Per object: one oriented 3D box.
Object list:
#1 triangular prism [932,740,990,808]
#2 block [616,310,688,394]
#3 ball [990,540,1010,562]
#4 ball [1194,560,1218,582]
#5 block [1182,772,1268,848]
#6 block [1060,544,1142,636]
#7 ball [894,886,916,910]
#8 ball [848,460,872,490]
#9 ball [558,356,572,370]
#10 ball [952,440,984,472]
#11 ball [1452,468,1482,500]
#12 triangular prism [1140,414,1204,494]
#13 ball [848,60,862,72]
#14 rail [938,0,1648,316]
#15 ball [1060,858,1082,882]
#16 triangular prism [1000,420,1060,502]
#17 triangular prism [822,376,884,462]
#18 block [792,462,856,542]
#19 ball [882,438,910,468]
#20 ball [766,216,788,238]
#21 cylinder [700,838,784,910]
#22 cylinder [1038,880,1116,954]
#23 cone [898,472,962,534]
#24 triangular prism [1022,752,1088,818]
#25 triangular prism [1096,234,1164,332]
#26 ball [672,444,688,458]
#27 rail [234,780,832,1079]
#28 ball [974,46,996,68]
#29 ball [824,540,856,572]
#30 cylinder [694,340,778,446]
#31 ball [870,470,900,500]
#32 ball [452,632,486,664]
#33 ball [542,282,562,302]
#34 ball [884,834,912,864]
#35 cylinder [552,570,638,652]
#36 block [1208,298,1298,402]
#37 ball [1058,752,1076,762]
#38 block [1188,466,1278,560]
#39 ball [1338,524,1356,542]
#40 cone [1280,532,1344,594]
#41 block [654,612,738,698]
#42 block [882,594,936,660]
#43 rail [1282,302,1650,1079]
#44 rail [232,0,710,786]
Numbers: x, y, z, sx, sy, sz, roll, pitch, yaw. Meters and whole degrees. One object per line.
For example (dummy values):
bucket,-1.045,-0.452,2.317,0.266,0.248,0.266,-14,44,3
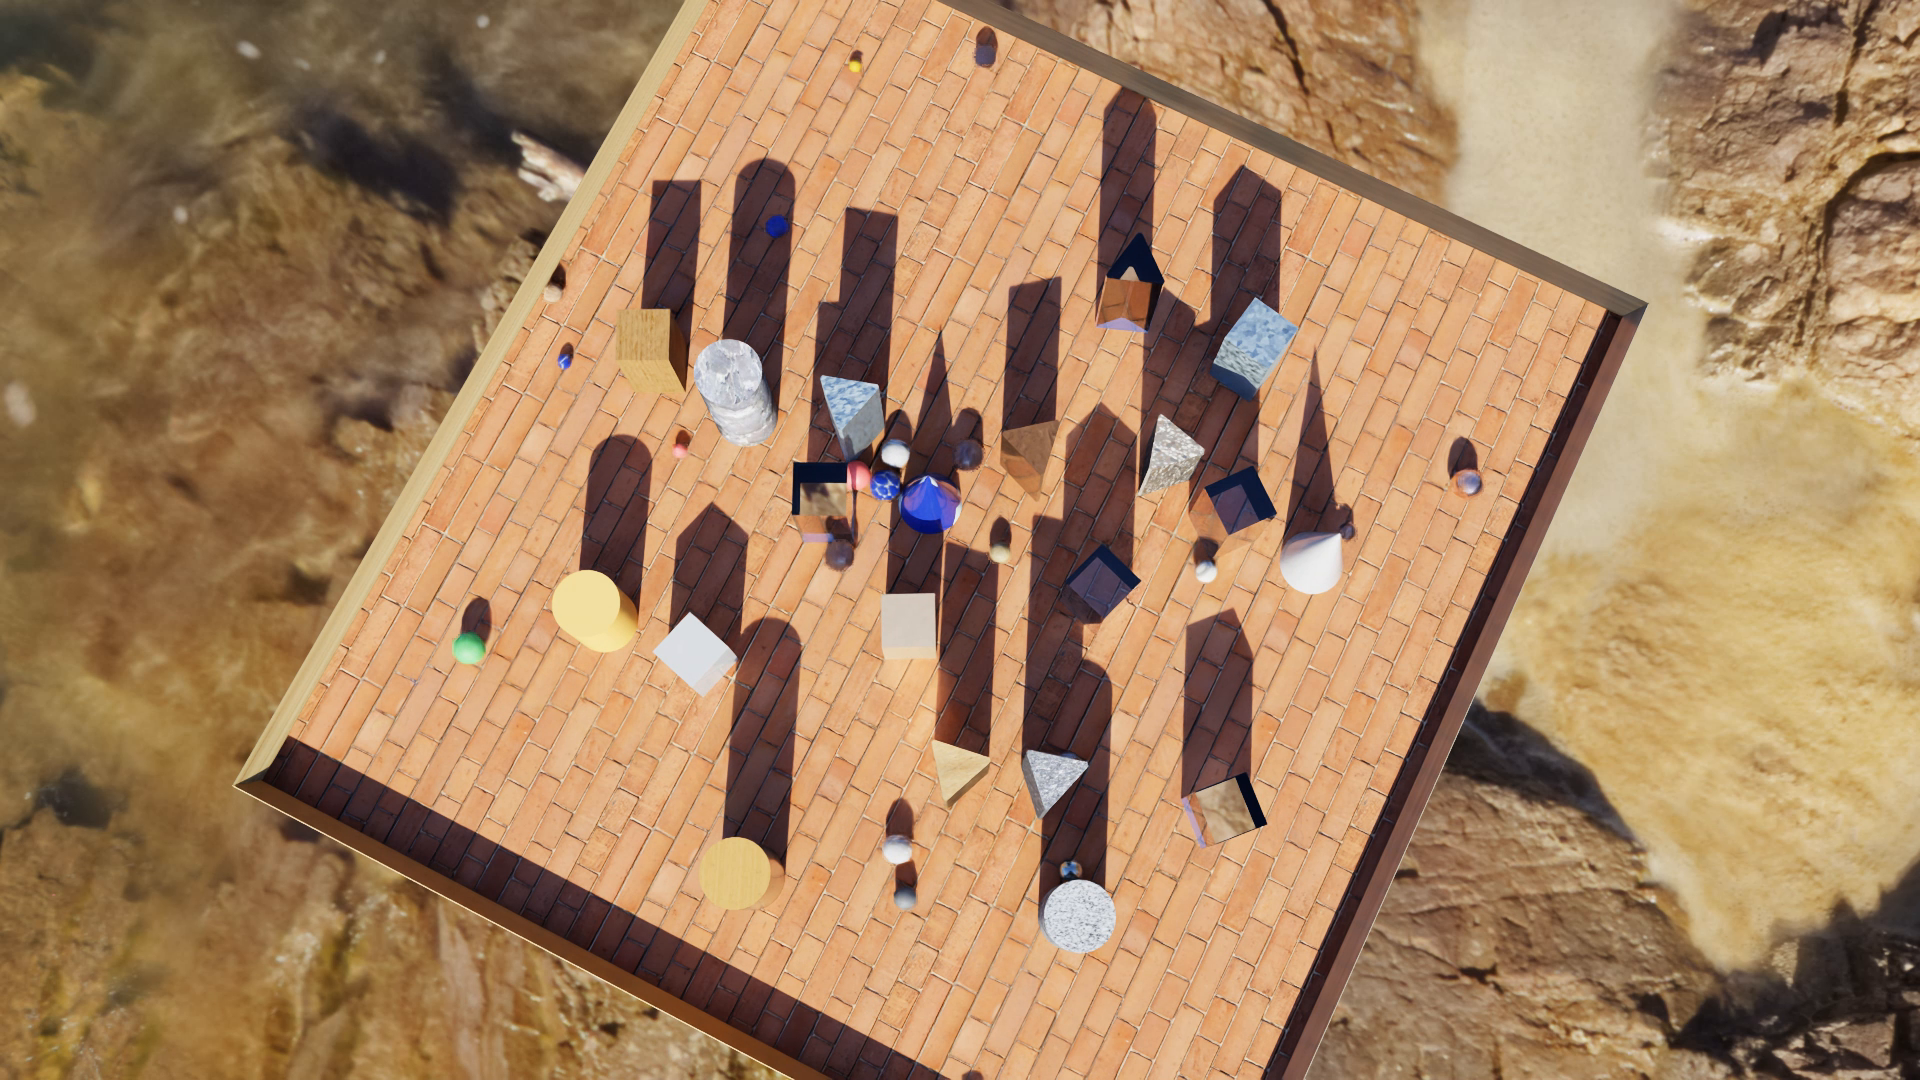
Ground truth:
triangular prism,-0.028,0.651,5.276,0.169,0.403,0.147,-41,81,-8
block,-0.933,-0.570,5.559,0.156,0.343,0.156,0,78,0
ball,0.122,0.035,5.575,0.067,0.067,0.067,0,78,0
ball,0.746,0.093,5.562,0.068,0.068,0.068,0,78,0
block,0.759,0.783,5.288,0.156,0.326,0.156,-20,79,-4
block,0.411,0.151,5.421,0.156,0.322,0.156,44,82,8
ball,-0.161,1.046,5.365,0.068,0.068,0.068,0,78,0
ball,-0.318,-0.198,5.611,0.091,0.091,0.091,0,78,0
ball,-1.233,-0.554,5.709,0.044,0.044,0.044,0,78,0
ball,0.023,-0.258,5.620,0.098,0.098,0.098,0,78,0
ball,1.551,-0.172,5.604,0.093,0.093,0.093,0,78,0
triangular prism,0.609,-0.266,5.502,0.169,0.331,0.147,-18,79,-4
ball,-0.338,-1.529,5.912,0.040,0.040,0.040,0,78,0
rail,0.709,-1.381,5.837,3.135,0.127,0.045,26,80,5
ball,0.326,0.970,5.380,0.069,0.069,0.069,0,78,0
triangular prism,0.235,-0.263,5.490,0.147,0.354,0.169,-42,81,-8
triangular prism,-0.344,-0.381,5.476,0.147,0.430,0.169,40,81,8
block,-0.402,-0.108,5.442,0.156,0.385,0.156,1,78,0
ball,-0.198,-0.266,5.626,0.089,0.089,0.089,0,78,0
ball,-0.580,-0.989,5.786,0.068,0.068,0.068,0,78,0
cylinder,-0.614,0.952,5.203,0.196,0.424,0.196,0,78,0
cylinder,0.326,1.065,5.184,0.196,0.416,0.196,0,78,0
cone,-0.091,-0.150,5.464,0.196,0.360,0.196,0,78,0
triangular prism,0.238,0.673,5.233,0.147,0.477,0.169,42,81,8
triangular prism,0.517,-0.780,5.547,0.169,0.452,0.147,6,78,1
ball,-0.863,-0.274,5.651,0.044,0.044,0.044,0,78,0
rail,-0.709,1.395,5.262,3.135,0.127,0.045,26,80,5
ball,0.082,-1.556,5.901,0.073,0.073,0.073,0,78,0
ball,-0.364,0.047,5.558,0.096,0.096,0.096,0,78,0
cylinder,-0.663,-0.432,5.465,0.196,0.473,0.196,0,78,0
ball,-0.228,-0.168,5.603,0.095,0.095,0.095,0,78,0
ball,-1.472,0.326,5.500,0.096,0.096,0.096,0,78,0
ball,-1.277,-0.776,5.745,0.063,0.063,0.063,0,78,0
ball,-0.182,0.908,5.384,0.088,0.088,0.088,0,78,0
cylinder,-1.075,0.214,5.417,0.196,0.304,0.196,0,78,0
block,0.886,-0.571,5.552,0.156,0.357,0.156,36,81,7
ball,0.319,0.661,5.450,0.058,0.058,0.058,0,78,0
block,0.805,-0.076,5.439,0.156,0.379,0.156,-24,79,-5
ball,1.182,-0.024,5.594,0.055,0.055,0.055,0,78,0
cone,1.075,0.024,5.388,0.196,0.437,0.196,0,78,0
block,-0.779,0.342,5.423,0.156,0.241,0.156,41,81,8
block,-0.150,0.258,5.438,0.156,0.245,0.156,-1,78,0
rail,1.381,0.683,5.409,0.045,0.127,3.217,26,80,5
rail,-1.381,-0.669,5.689,0.045,0.127,3.217,26,80,5
